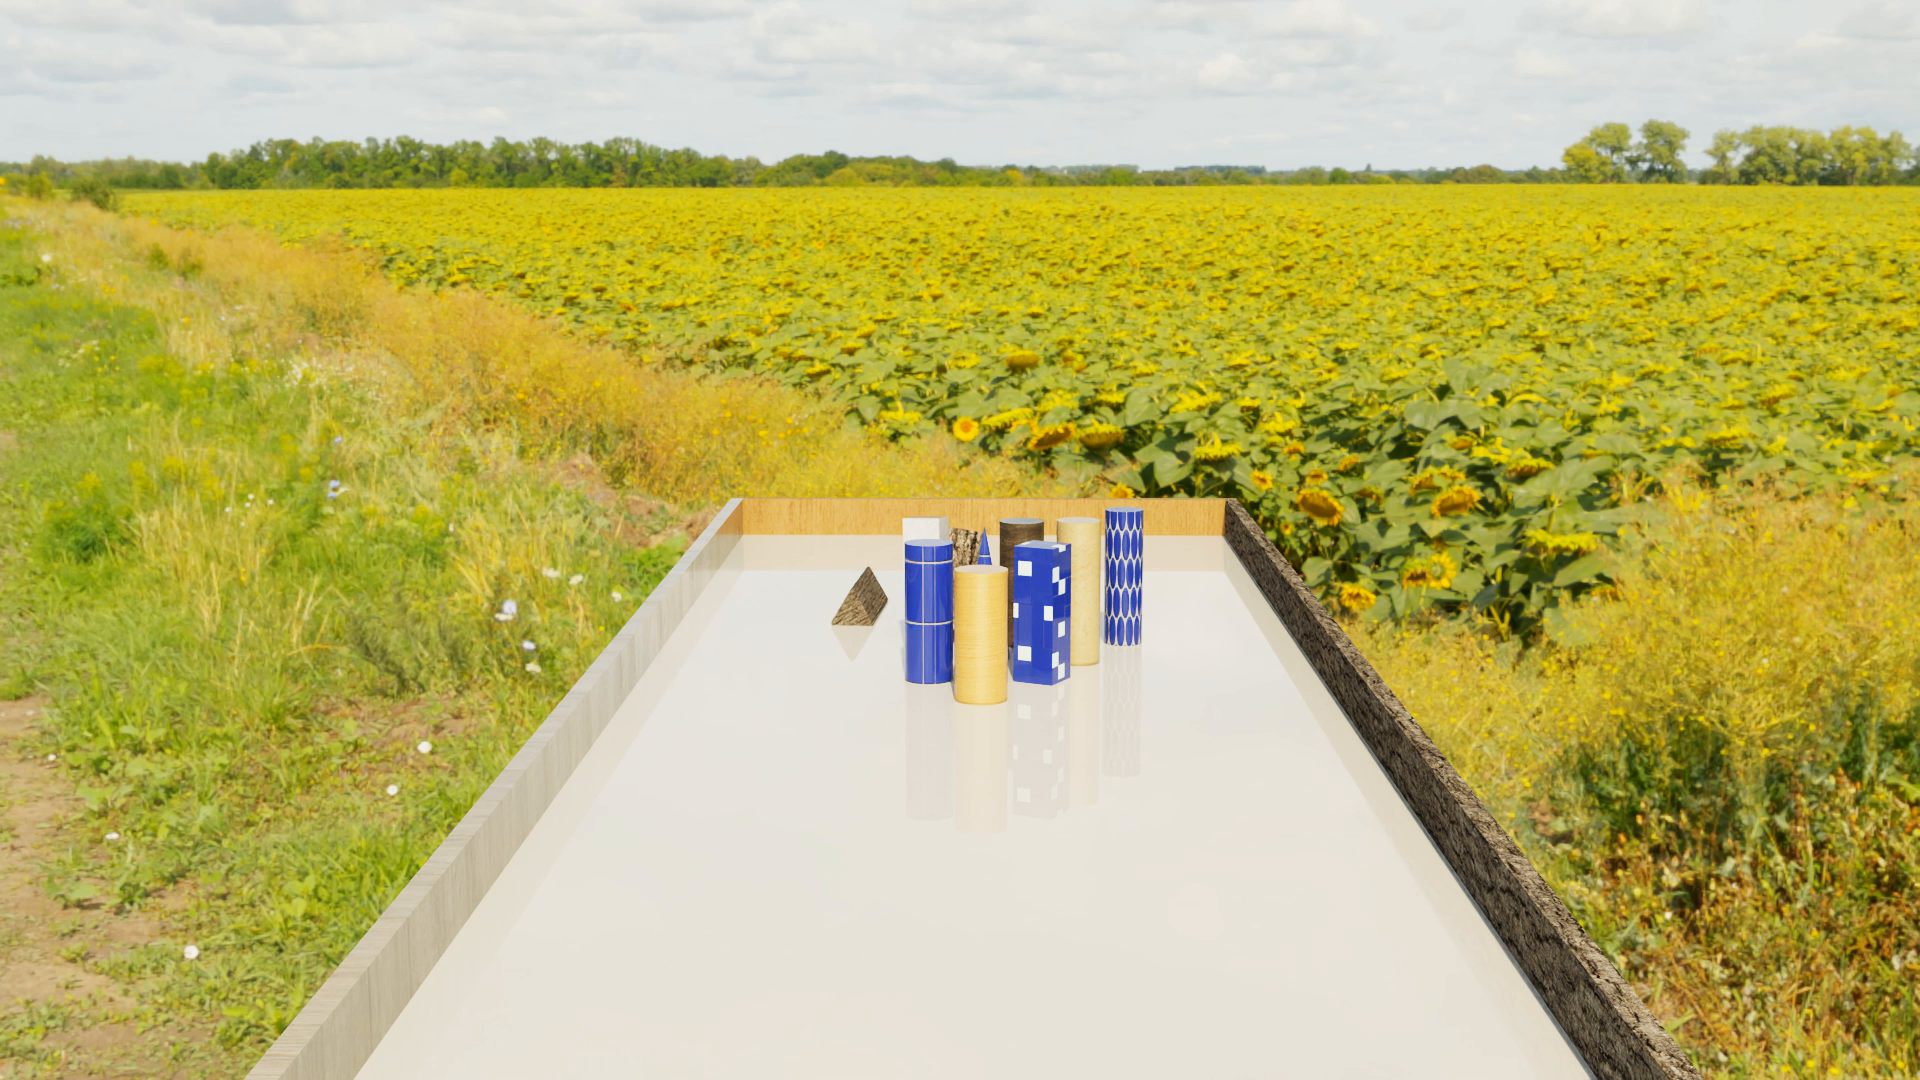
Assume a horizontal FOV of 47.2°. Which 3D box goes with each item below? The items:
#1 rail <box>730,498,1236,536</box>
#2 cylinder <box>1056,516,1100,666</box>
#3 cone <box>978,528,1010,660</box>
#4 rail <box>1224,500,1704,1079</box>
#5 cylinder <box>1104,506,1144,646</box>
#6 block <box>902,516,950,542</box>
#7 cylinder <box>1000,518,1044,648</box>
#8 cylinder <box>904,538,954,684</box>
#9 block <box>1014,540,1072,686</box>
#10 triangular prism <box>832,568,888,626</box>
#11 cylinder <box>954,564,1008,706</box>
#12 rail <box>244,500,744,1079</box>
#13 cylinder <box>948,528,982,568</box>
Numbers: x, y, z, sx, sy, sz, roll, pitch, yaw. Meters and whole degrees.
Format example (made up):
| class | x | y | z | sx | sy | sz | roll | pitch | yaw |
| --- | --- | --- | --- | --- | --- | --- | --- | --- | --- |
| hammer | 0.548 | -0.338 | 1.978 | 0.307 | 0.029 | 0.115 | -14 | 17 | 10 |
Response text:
| class | x | y | z | sx | sy | sz | roll | pitch | yaw |
| --- | --- | --- | --- | --- | --- | --- | --- | --- | --- |
| rail | 0.099 | -0.098 | 9.147 | 2.100 | 0.150 | 0.050 | 0 | 9 | 1 |
| cylinder | 0.357 | 0.155 | 6.643 | 0.134 | 0.435 | 0.134 | 0 | 9 | 0 |
| cone | 0.074 | 0.159 | 6.698 | 0.161 | 0.410 | 0.161 | 0 | 9 | 0 |
| rail | 1.046 | 0.843 | 3.208 | 0.050 | 0.150 | 12.000 | 0 | 9 | 1 |
| cylinder | 0.515 | 0.114 | 6.933 | 0.121 | 0.425 | 0.121 | 0 | 9 | 0 |
| block | -0.103 | 0.131 | 6.852 | 0.116 | 0.405 | 0.116 | 0 | 5 | 15 |
| cylinder | 0.193 | 0.134 | 6.911 | 0.141 | 0.393 | 0.141 | 0 | 9 | 0 |
| cylinder | -0.091 | 0.208 | 6.400 | 0.142 | 0.406 | 0.142 | 0 | 9 | 0 |
| block | 0.240 | 0.211 | 6.403 | 0.125 | 0.399 | 0.125 | 5 | 10 | 27 |
| triangular prism | -0.337 | 0.185 | 7.441 | 0.137 | 0.119 | 0.445 | 1 | 9 | 5 |
| cylinder | 0.059 | 0.265 | 6.153 | 0.149 | 0.371 | 0.149 | 0 | 9 | 0 |
| rail | -1.004 | 0.839 | 3.234 | 0.050 | 0.150 | 12.000 | 0 | 9 | 1 |
| cylinder | -0.020 | 0.134 | 7.013 | 0.155 | 0.329 | 0.155 | 8 | -6 | 1 |
